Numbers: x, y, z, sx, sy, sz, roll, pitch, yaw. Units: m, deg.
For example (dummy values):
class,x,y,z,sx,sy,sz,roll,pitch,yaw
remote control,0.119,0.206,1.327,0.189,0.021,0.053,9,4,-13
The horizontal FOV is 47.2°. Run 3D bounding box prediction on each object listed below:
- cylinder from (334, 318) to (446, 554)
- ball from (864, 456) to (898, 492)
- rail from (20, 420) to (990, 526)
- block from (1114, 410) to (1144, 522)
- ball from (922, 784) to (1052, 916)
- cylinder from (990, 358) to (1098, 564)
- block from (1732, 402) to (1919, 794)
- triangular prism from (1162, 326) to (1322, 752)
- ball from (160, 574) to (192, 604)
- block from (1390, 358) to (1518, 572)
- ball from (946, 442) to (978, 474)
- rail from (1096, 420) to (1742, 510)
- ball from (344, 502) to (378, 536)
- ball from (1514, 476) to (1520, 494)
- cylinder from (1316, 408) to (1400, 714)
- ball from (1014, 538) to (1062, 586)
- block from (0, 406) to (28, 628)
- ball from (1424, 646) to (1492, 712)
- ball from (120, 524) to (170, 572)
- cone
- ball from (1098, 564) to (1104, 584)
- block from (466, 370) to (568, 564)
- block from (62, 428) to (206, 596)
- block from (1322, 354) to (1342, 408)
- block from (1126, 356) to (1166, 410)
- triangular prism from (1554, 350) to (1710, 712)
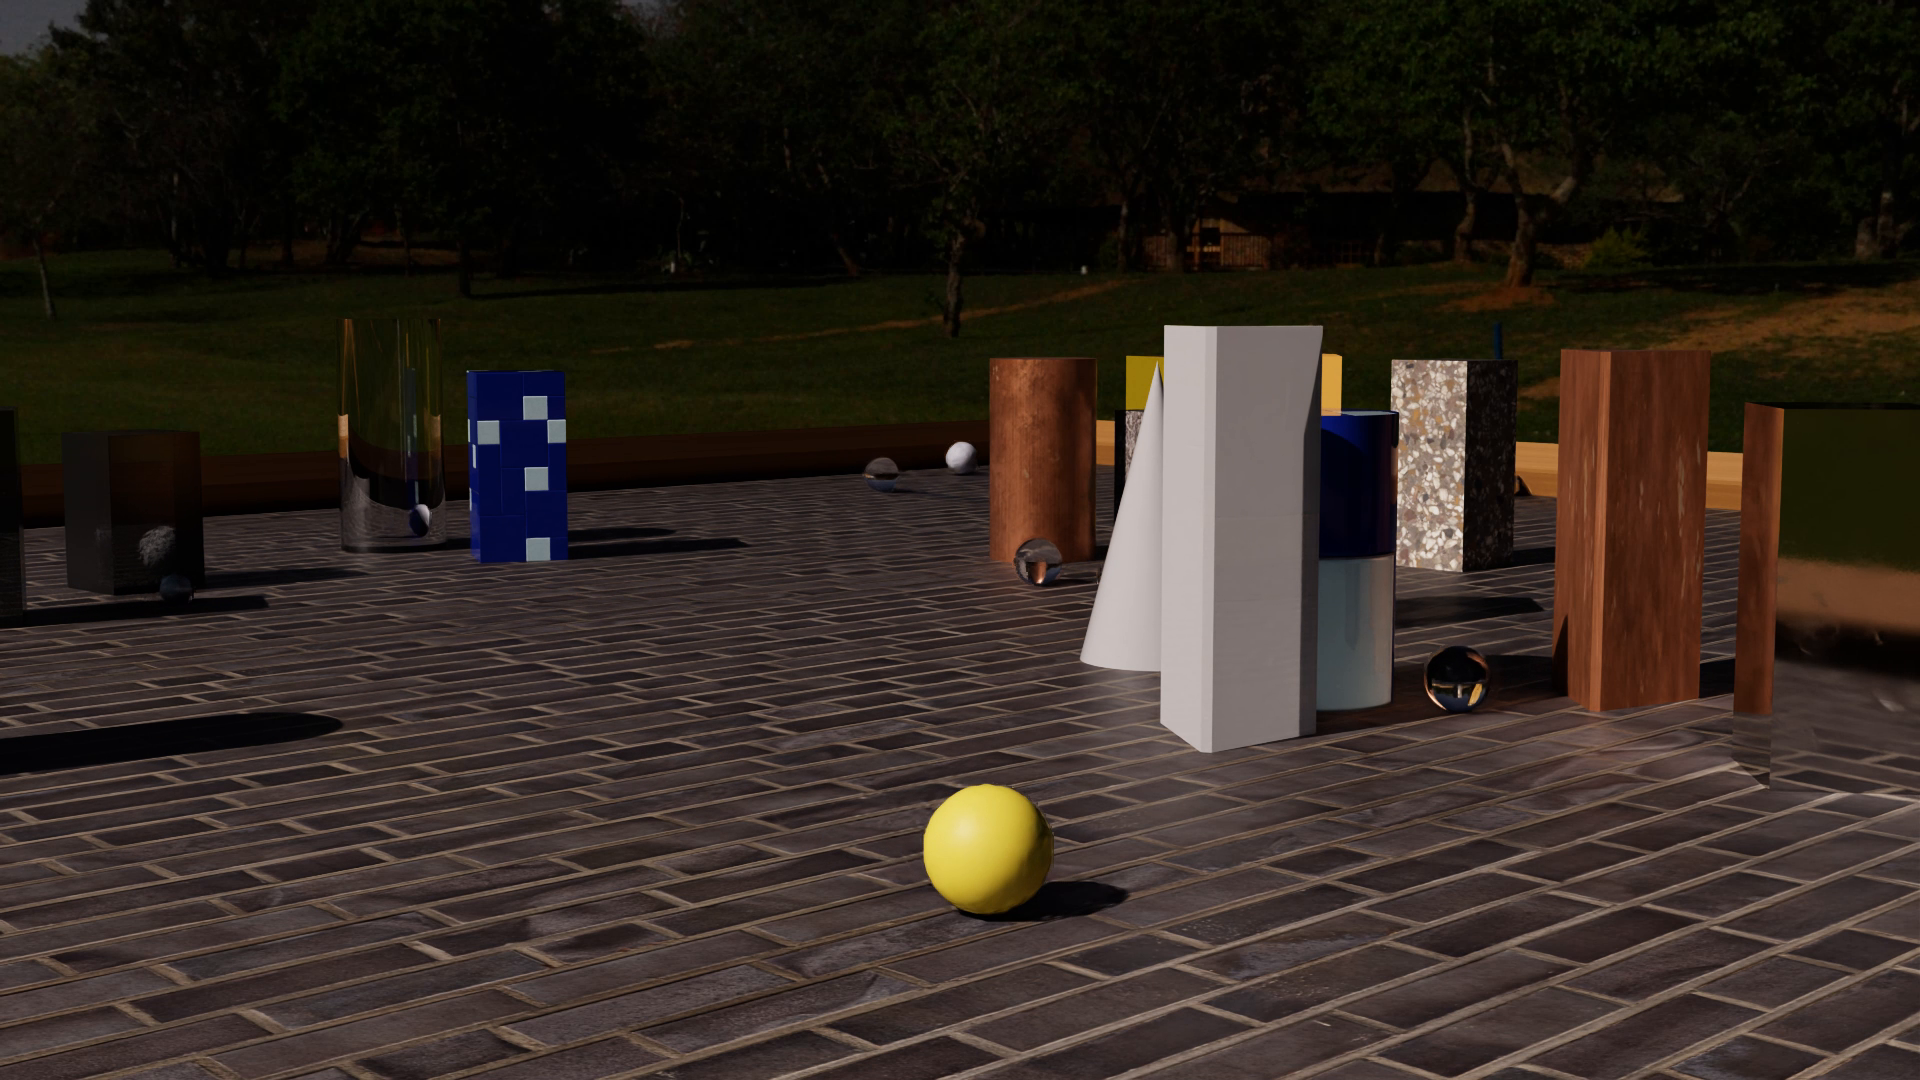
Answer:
class,x,y,z,sx,sy,sz,roll,pitch,yaw
cylinder,-1.056,-0.197,4.080,0.191,0.425,0.191,0,6,0
ball,-0.191,-0.161,5.364,0.085,0.085,0.085,0,6,0
rail,-1.449,-0.132,4.894,4.624,0.124,0.045,-6,8,-42
block,0.382,-0.099,3.922,0.153,0.263,0.153,-3,7,-30
ball,0.020,0.228,1.621,0.096,0.096,0.096,0,6,0
cylinder,0.148,-0.146,3.926,0.191,0.356,0.191,0,6,0
block,0.834,0.050,2.083,0.153,0.353,0.153,1,6,7
triangular prism,0.265,-0.009,2.296,0.166,0.426,0.144,-5,8,-40
ball,-1.181,0.074,3.314,0.047,0.047,0.047,0,6,0
block,0.854,-0.134,3.814,0.153,0.356,0.153,-6,8,-43
ball,0.006,-0.220,5.911,0.089,0.089,0.089,0,6,0
rail,1.682,-0.130,4.875,0.045,0.124,4.322,-6,8,-42
ball,-1.179,-0.042,4.328,0.065,0.065,0.065,0,6,0
ball,1.307,-0.131,5.236,0.053,0.053,0.053,0,6,0
cylinder,0.400,0.018,2.505,0.191,0.328,0.191,0,6,0
ball,0.126,0.035,3.546,0.077,0.077,0.077,0,6,0
block,-1.410,-0.033,3.107,0.153,0.304,0.153,-2,6,-21
ball,0.551,0.153,2.435,0.074,0.074,0.074,0,6,0
ball,-1.383,0.013,3.732,0.081,0.081,0.081,0,6,0
cone,0.248,-0.037,2.783,0.191,0.380,0.191,0,6,0
ball,0.244,0.059,3.367,0.065,0.065,0.065,0,6,0
block,-0.793,-0.135,3.935,0.153,0.333,0.153,-2,6,-19
block,-1.320,-0.048,3.513,0.153,0.248,0.153,5,8,42
block,0.445,-0.066,3.058,0.153,0.380,0.153,1,6,6
block,0.442,-0.200,4.475,0.153,0.348,0.153,-3,7,-26
triangular prism,0.739,-0.019,2.521,0.166,0.397,0.144,-3,7,-30
